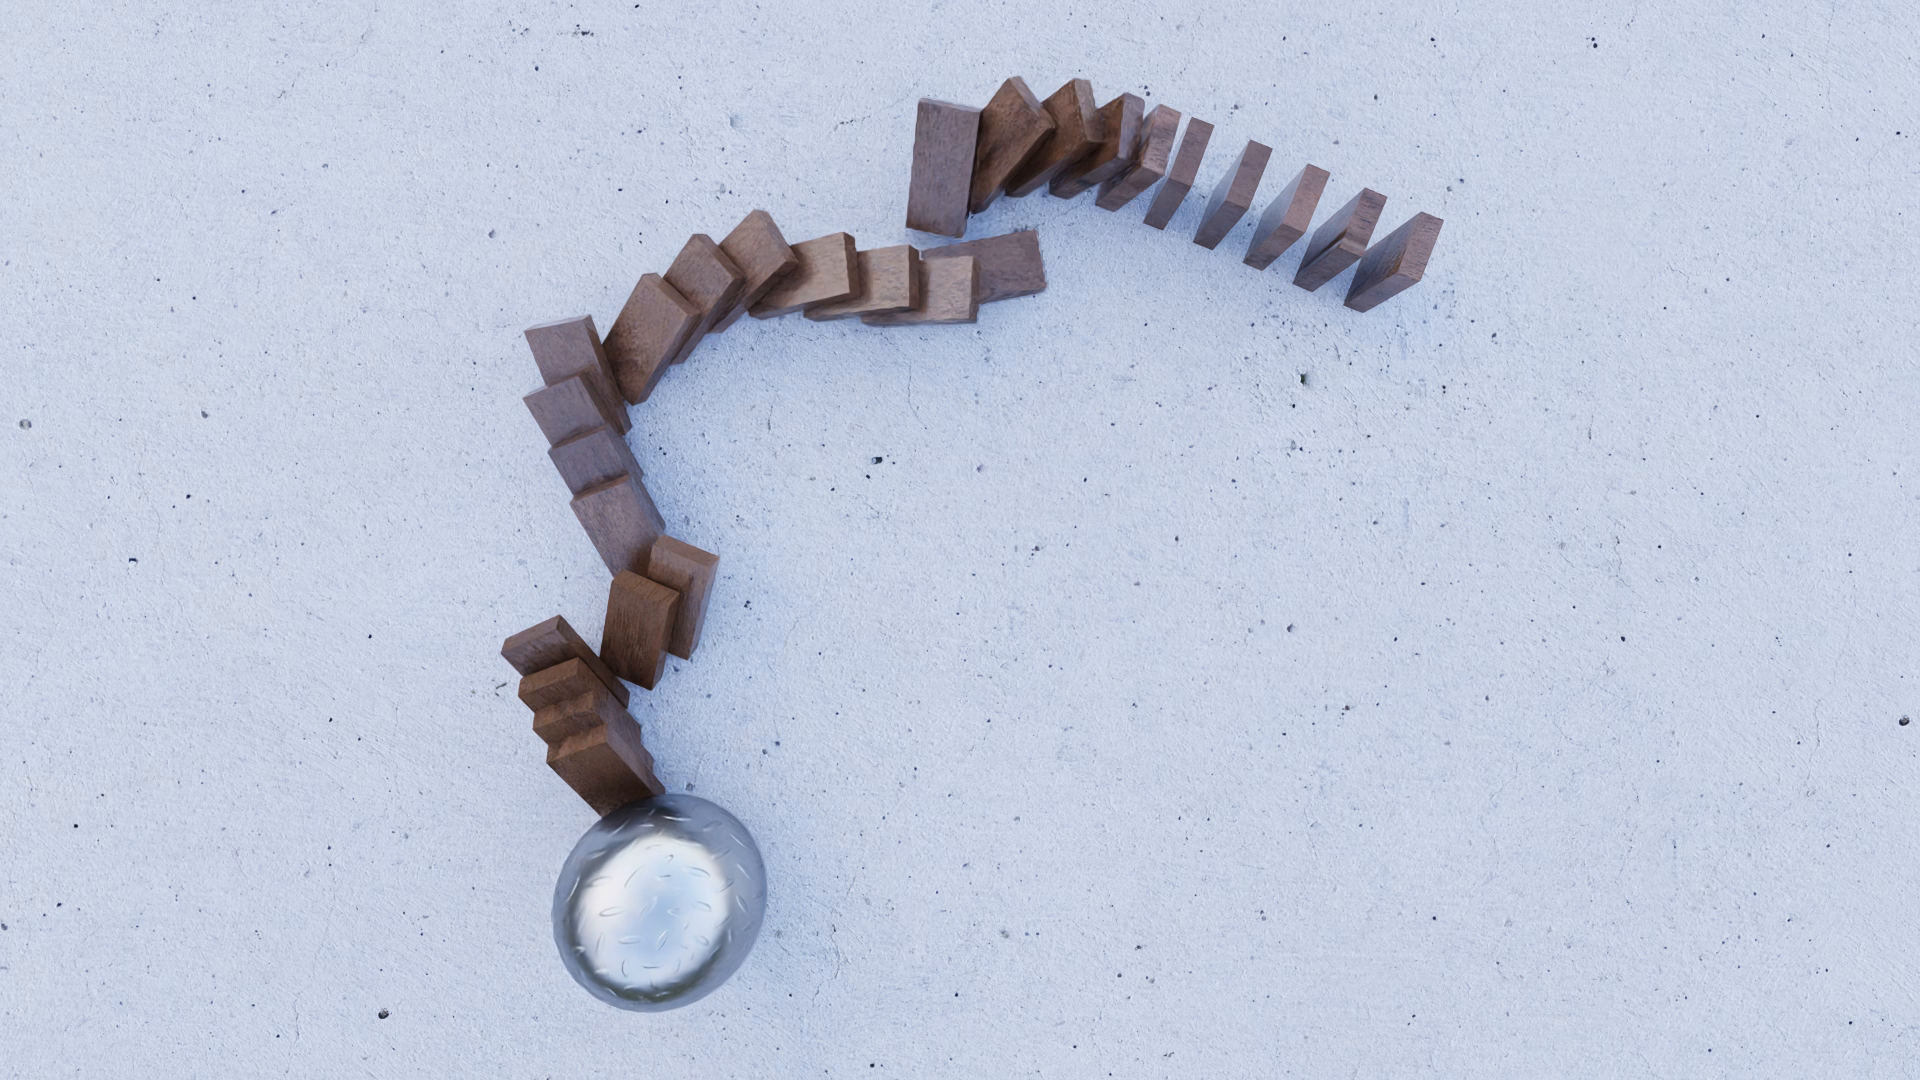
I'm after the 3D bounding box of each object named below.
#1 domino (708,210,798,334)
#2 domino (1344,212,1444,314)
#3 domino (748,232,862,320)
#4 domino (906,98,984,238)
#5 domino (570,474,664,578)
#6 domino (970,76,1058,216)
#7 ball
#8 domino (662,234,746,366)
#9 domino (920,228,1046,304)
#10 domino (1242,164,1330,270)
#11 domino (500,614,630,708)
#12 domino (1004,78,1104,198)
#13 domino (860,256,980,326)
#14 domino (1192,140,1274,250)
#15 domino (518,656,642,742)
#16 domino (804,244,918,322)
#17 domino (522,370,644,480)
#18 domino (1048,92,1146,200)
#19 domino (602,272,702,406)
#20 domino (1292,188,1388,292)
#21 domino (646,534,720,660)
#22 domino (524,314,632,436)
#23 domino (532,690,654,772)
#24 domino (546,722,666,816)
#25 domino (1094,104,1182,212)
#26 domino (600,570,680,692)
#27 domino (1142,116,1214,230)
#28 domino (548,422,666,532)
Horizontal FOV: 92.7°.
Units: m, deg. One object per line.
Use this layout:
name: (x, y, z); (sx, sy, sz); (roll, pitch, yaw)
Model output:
domino: (-0.093, -0.112, 0.384); (0.050, 0.010, 0.025); (-33, 88, 27)
domino: (0.176, -0.112, 0.375); (0.010, 0.050, 0.025); (21, 90, 0)
domino: (-0.067, -0.111, 0.386); (0.050, 0.010, 0.025); (-6, 90, 24)
domino: (-0.007, -0.154, 0.381); (0.025, 0.010, 0.050); (12, 126, 3)
domino: (-0.139, 0.000, 0.385); (0.025, 0.010, 0.050); (-21, 116, 0)
domino: (0.015, -0.162, 0.379); (0.025, 0.010, 0.050); (53, 135, 0)
ball: (-0.117, 0.141, 0.360); (0.080, 0.080, 0.080); (0, 90, 0)
domino: (-0.114, -0.100, 0.384); (0.025, 0.009, 0.050); (48, 116, 2)
domino: (0.010, -0.116, 0.395); (0.050, 0.010, 0.025); (-11, 90, 0)
domino: (0.132, -0.131, 0.375); (0.009, 0.050, 0.025); (23, 90, 0)
domino: (-0.163, 0.056, 0.381); (0.025, 0.010, 0.050); (-24, 125, 3)
domino: (0.036, -0.164, 0.377); (0.010, 0.050, 0.025); (-13, 90, -38)
domino: (-0.017, -0.104, 0.386); (0.050, 0.010, 0.025); (3, 92, 22)
domino: (0.111, -0.140, 0.375); (0.009, 0.050, 0.025); (22, 90, 0)
domino: (-0.156, 0.071, 0.380); (0.025, 0.010, 0.050); (-20, 132, 0)
domino: (-0.042, -0.108, 0.386); (0.050, 0.009, 0.025); (0, 90, 24)
domino: (-0.157, -0.043, 0.384); (0.025, 0.009, 0.050); (-21, 116, 4)
domino: (0.055, -0.160, 0.376); (0.010, 0.050, 0.025); (7, 90, -27)
domino: (-0.133, -0.084, 0.385); (0.025, 0.009, 0.050); (42, 116, 0)
domino: (0.154, -0.121, 0.375); (0.009, 0.050, 0.025); (23, 90, 0)
domino: (-0.119, 0.025, 0.384); (0.025, 0.010, 0.050); (22, 119, 0)
domino: (-0.159, -0.067, 0.383); (0.025, 0.010, 0.050); (-9, 117, 4)
domino: (-0.151, 0.085, 0.380); (0.025, 0.010, 0.050); (-20, 132, 0)
domino: (-0.146, 0.098, 0.380); (0.025, 0.009, 0.050); (-20, 132, 0)
domino: (0.072, -0.155, 0.375); (0.009, 0.050, 0.025); (16, 90, -13)
domino: (-0.134, 0.038, 0.382); (0.025, 0.010, 0.050); (23, 123, 0)
domino: (0.089, -0.148, 0.375); (0.009, 0.050, 0.025); (21, 90, 0)
domino: (-0.147, -0.021, 0.384); (0.025, 0.009, 0.050); (-21, 116, 1)
